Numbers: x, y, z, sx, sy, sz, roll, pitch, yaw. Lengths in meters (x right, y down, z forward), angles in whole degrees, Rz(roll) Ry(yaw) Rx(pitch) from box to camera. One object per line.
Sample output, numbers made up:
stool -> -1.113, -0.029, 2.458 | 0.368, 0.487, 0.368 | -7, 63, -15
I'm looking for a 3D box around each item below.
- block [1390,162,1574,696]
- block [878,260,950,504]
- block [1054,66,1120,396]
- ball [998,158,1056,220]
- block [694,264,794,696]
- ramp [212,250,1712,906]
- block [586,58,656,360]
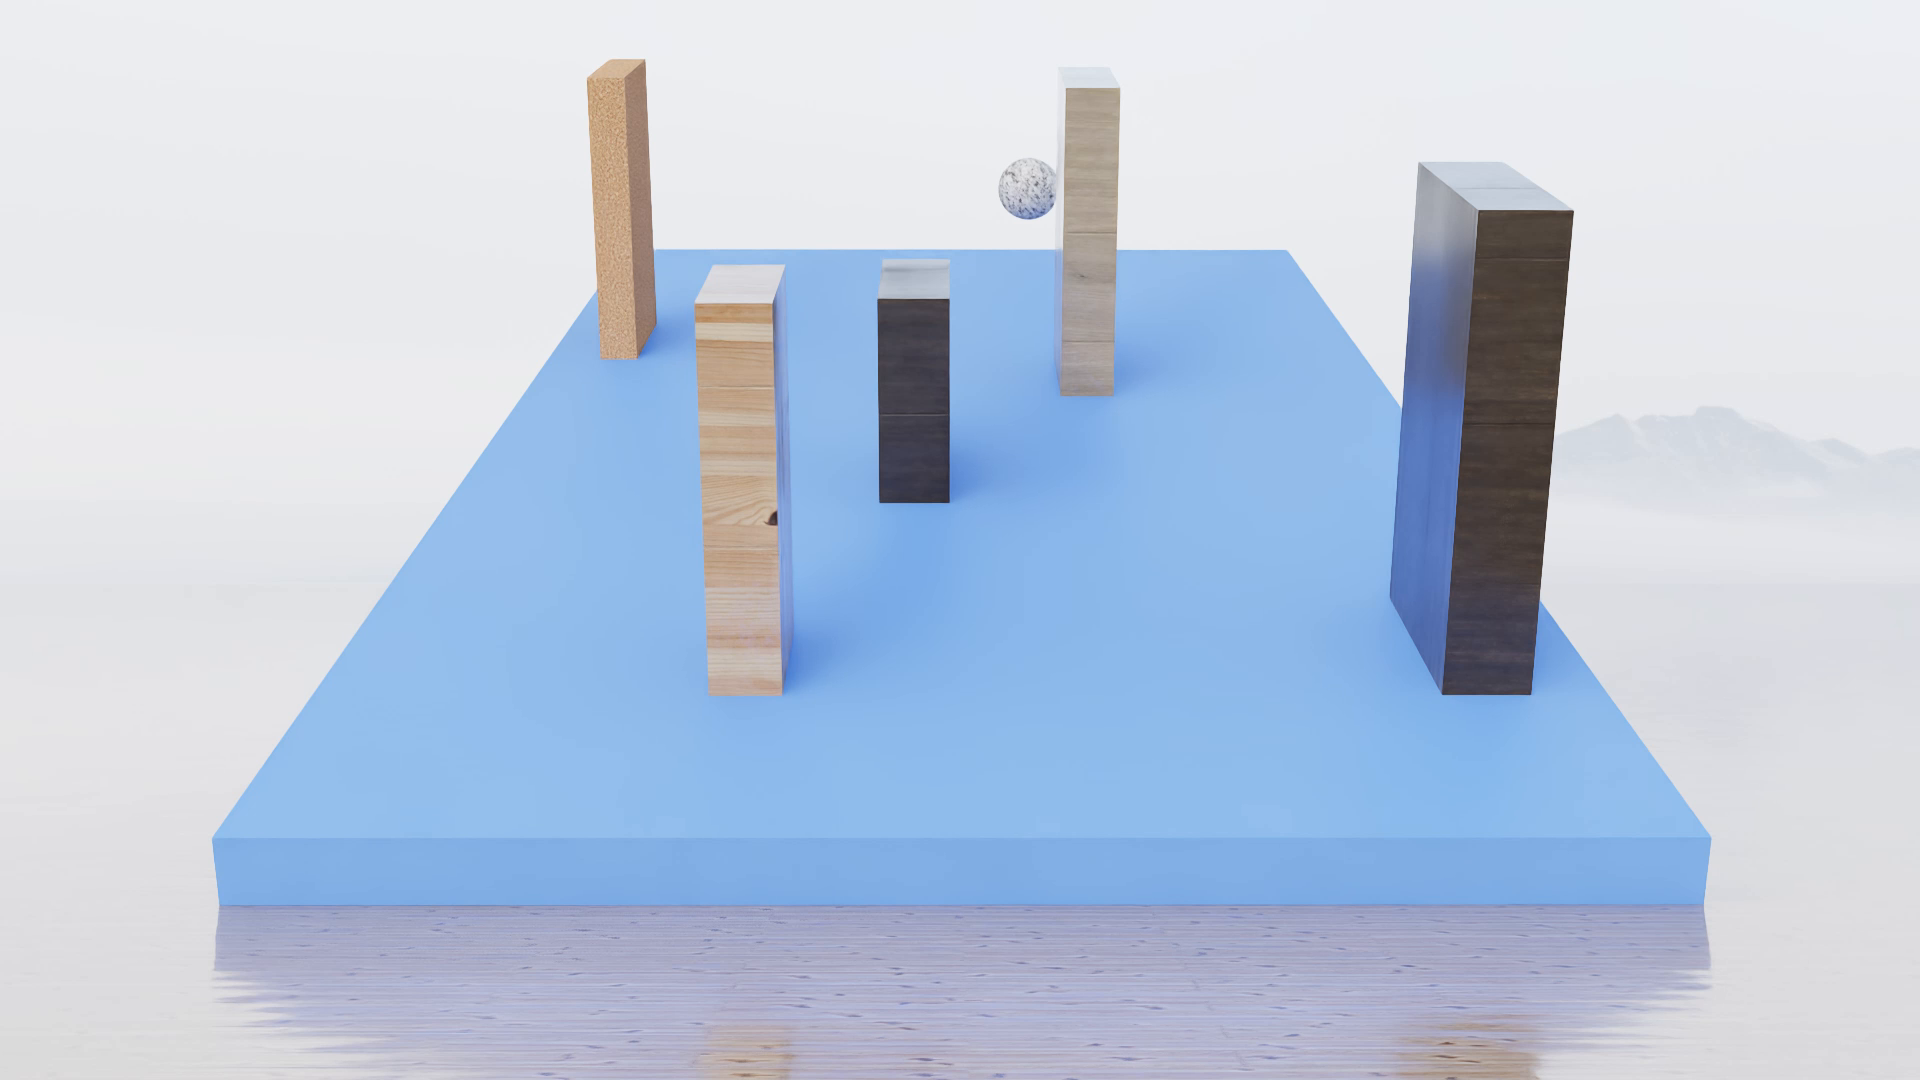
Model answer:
block -> 0.813, -0.187, 3.554 | 0.138, 0.753, 0.439 | 0, 19, 0
block -> -0.089, -0.325, 4.501 | 0.137, 0.407, 0.375 | 0, 19, 0
block -> 0.291, -0.723, 5.227 | 0.121, 0.700, 0.381 | 0, 19, 0
ball -> 0.202, -1.031, 6.592 | 0.180, 0.180, 0.180 | 0, -1, 0
block -> -0.330, -0.096, 3.493 | 0.113, 0.616, 0.278 | 0, 19, 0
ramp -> -0.004, -0.193, 4.905 | 2.000, 0.100, 4.000 | 0, 19, 0
block -> -0.833, -0.824, 5.558 | 0.089, 0.678, 0.385 | 0, 19, 0
